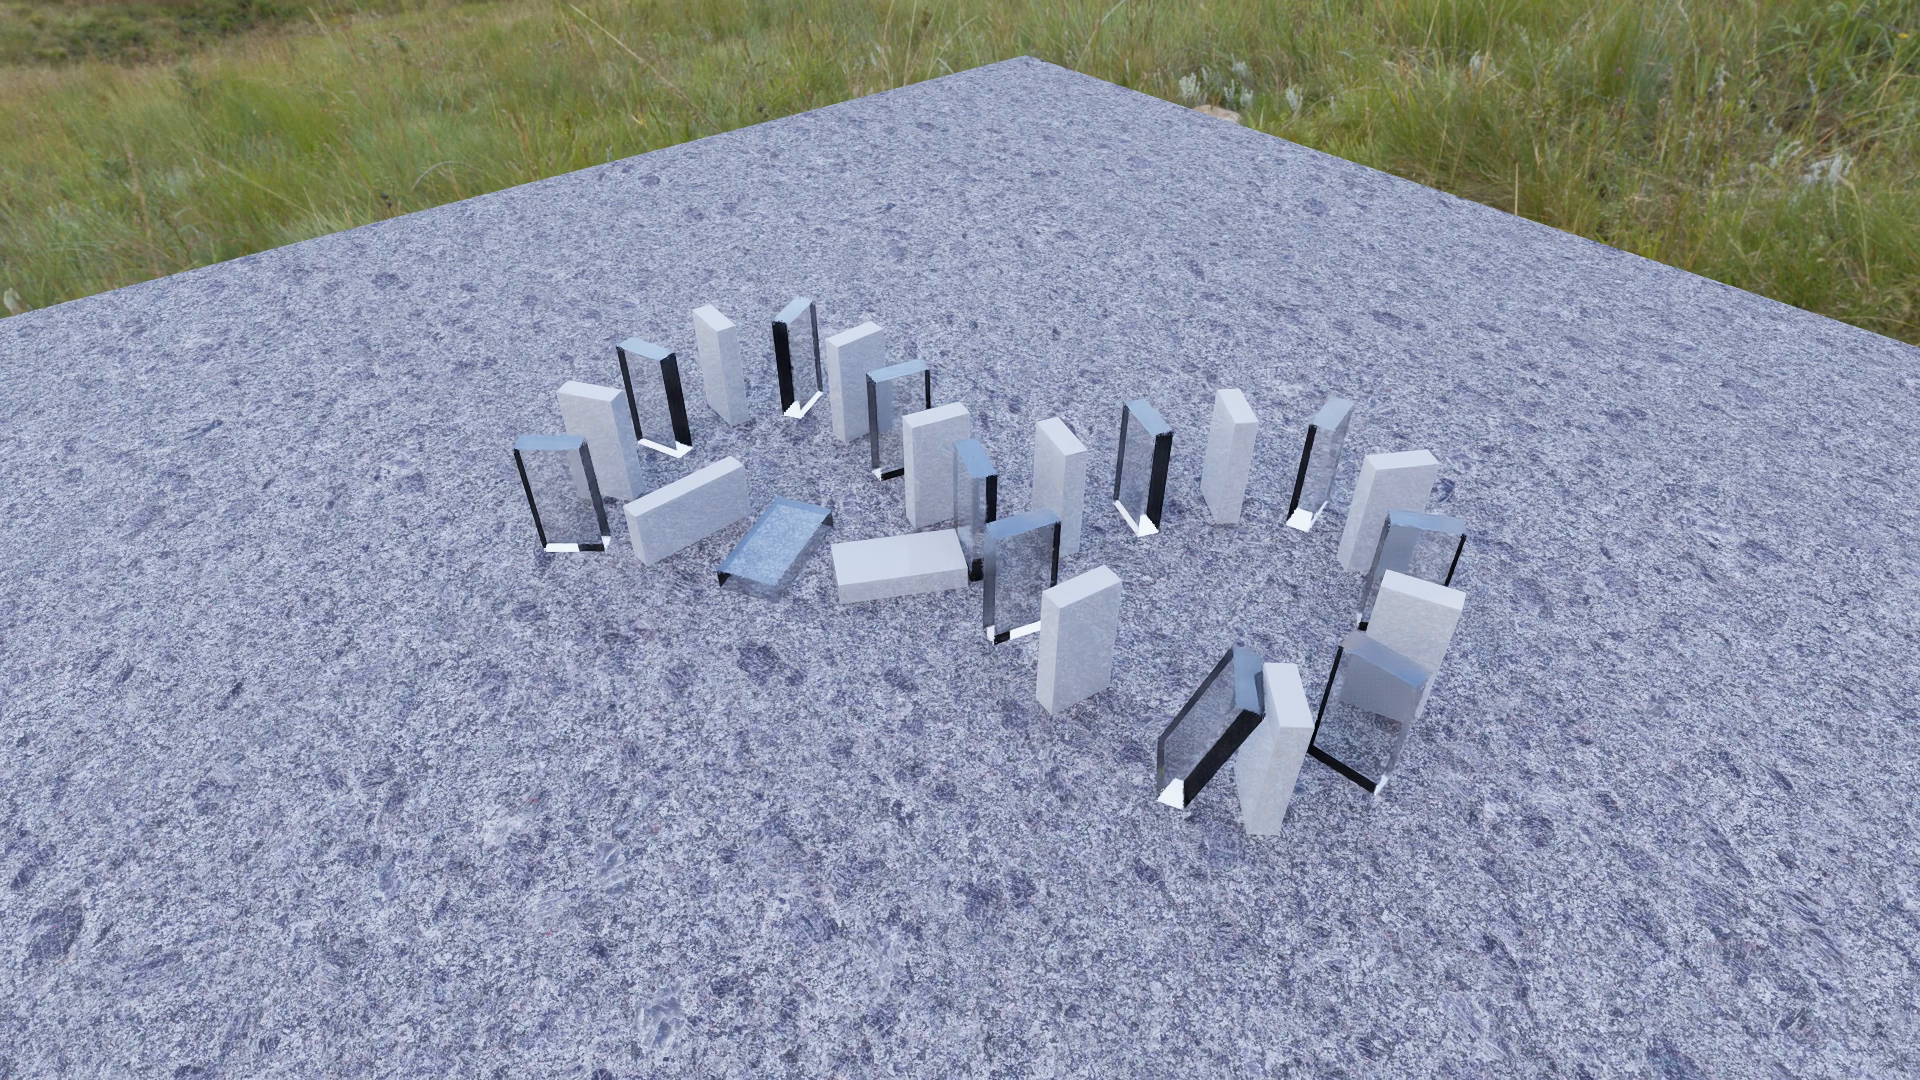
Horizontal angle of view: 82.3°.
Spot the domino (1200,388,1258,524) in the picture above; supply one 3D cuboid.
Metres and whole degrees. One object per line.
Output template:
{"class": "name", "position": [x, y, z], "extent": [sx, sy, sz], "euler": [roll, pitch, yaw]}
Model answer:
{"class": "domino", "position": [0.110, -0.034, 0.453], "extent": [0.009, 0.050, 0.025], "euler": [-4, 39, -5]}

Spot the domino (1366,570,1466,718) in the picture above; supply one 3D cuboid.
{"class": "domino", "position": [0.149, 0.035, 0.368], "extent": [0.025, 0.050, 0.010], "euler": [18, 43, 21]}

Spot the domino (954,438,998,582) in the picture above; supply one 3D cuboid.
{"class": "domino", "position": [0.006, -0.011, 0.425], "extent": [0.010, 0.050, 0.025], "euler": [-11, 41, -13]}

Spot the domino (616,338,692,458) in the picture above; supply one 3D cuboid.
{"class": "domino", "position": [-0.135, -0.063, 0.488], "extent": [0.025, 0.050, 0.009], "euler": [20, 43, 23]}

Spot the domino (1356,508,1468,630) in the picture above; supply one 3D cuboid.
{"class": "domino", "position": [0.162, 0.013, 0.396], "extent": [0.025, 0.050, 0.009], "euler": [9, 40, 10]}

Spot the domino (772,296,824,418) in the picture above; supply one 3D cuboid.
{"class": "domino", "position": [-0.076, -0.085, 0.516], "extent": [0.009, 0.050, 0.025], "euler": [13, 41, 15]}

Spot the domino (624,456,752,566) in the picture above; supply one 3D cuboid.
{"class": "domino", "position": [-0.110, -0.012, 0.446], "extent": [0.050, 0.025, 0.009], "euler": [-31, 48, -32]}

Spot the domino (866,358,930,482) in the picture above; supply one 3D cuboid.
{"class": "domino", "position": [-0.026, -0.051, 0.474], "extent": [0.025, 0.050, 0.010], "euler": [-18, 43, -21]}

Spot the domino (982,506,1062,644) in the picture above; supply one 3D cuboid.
{"class": "domino", "position": [0.022, 0.013, 0.395], "extent": [0.025, 0.050, 0.009], "euler": [-16, 42, -19]}

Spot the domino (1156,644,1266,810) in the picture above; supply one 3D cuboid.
{"class": "domino", "position": [0.077, 0.058, 0.340], "extent": [0.010, 0.050, 0.025], "euler": [21, 40, -6]}

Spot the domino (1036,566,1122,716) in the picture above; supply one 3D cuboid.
{"class": "domino", "position": [0.039, 0.034, 0.370], "extent": [0.025, 0.050, 0.009], "euler": [-22, 44, -24]}

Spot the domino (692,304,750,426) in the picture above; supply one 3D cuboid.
{"class": "domino", "position": [-0.111, -0.081, 0.510], "extent": [0.009, 0.050, 0.025], "euler": [-25, 45, -27]}

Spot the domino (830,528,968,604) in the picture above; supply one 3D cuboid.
{"class": "domino", "position": [-0.024, 0.010, 0.431], "extent": [0.050, 0.010, 0.025], "euler": [-7, 40, -9]}

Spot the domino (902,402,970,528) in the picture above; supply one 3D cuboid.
{"class": "domino", "position": [-0.009, -0.030, 0.448], "extent": [0.025, 0.050, 0.010], "euler": [-17, 42, -20]}

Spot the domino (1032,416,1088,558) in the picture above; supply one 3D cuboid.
{"class": "domino", "position": [0.039, -0.021, 0.437], "extent": [0.009, 0.050, 0.025], "euler": [-15, 42, -18]}

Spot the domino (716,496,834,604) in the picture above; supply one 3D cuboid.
{"class": "domino", "position": [-0.073, 0.003, 0.440], "extent": [0.025, 0.010, 0.050], "euler": [13, 41, 16]}

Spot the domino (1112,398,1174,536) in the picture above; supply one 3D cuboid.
{"class": "domino", "position": [0.074, -0.029, 0.447], "extent": [0.009, 0.050, 0.025], "euler": [-12, 41, -14]}

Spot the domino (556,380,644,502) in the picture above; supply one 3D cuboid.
{"class": "domino", "position": [-0.150, -0.041, 0.462], "extent": [0.025, 0.050, 0.009], "euler": [11, 41, 13]}

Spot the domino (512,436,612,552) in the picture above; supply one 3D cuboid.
{"class": "domino", "position": [-0.156, -0.018, 0.433], "extent": [0.025, 0.050, 0.010], "euler": [0, 39, 0]}

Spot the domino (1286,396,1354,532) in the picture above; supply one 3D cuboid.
{"class": "domino", "position": [0.147, -0.031, 0.449], "extent": [0.009, 0.050, 0.025], "euler": [23, 45, 26]}

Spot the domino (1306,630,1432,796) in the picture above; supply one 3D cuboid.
{"class": "domino", "position": [0.127, 0.055, 0.345], "extent": [0.025, 0.050, 0.009], "euler": [32, 49, 33]}

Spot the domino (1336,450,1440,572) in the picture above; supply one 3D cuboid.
{"class": "domino", "position": [0.164, -0.011, 0.424], "extent": [0.025, 0.050, 0.009], "euler": [-6, 40, -7]}

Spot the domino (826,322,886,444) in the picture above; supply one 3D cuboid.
{"class": "domino", "position": [-0.046, -0.071, 0.498], "extent": [0.025, 0.050, 0.009], "euler": [-29, 47, -31]}

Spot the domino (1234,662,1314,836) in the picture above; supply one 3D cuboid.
{"class": "domino", "position": [0.094, 0.064, 0.333], "extent": [0.009, 0.050, 0.025], "euler": [2, 39, 0]}
